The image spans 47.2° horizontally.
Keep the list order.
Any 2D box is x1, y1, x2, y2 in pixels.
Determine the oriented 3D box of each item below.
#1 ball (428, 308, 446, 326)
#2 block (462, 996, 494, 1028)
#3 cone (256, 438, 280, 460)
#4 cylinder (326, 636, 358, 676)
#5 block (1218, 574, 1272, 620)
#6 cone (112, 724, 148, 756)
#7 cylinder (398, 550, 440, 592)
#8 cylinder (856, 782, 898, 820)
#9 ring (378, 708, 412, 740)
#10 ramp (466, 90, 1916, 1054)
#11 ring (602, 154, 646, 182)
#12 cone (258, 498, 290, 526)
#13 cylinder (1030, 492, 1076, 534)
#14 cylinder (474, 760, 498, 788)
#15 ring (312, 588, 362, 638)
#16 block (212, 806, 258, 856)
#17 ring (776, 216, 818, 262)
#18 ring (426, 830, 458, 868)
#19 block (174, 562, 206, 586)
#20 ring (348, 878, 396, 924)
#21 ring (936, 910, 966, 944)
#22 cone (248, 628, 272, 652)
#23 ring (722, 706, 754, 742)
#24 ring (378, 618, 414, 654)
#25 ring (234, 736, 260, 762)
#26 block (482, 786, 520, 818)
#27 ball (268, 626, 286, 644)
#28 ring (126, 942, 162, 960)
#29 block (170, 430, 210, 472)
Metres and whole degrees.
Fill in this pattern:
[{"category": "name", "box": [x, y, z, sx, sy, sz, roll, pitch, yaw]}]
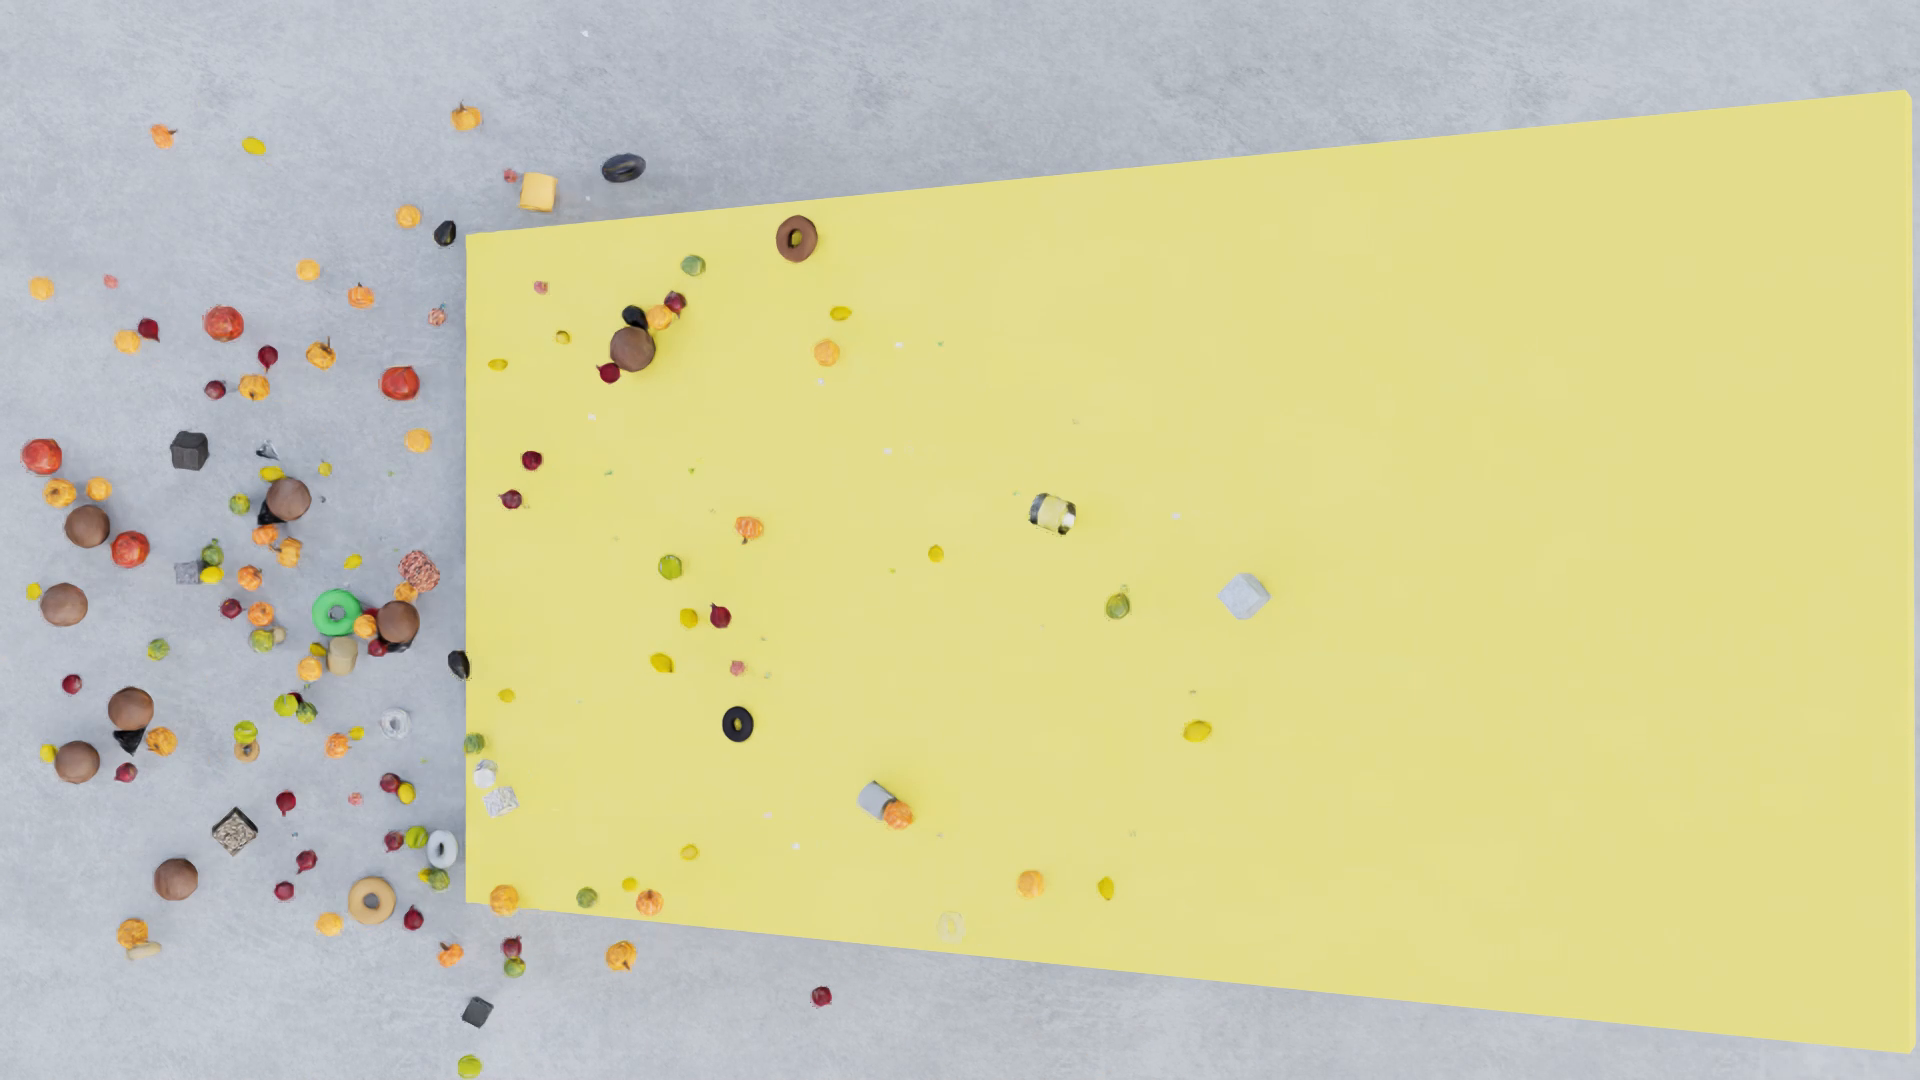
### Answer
[{"category": "ball", "box": [-1.579, -0.671, 6.631, 0.053, 0.053, 0.053, 0, 89, 0]}, {"category": "block", "box": [-1.455, 1.425, 6.634, 0.064, 0.064, 0.064, 29, 90, 0]}, {"category": "cone", "box": [-2.087, -0.262, 6.666, 0.067, 0.067, 0.067, -48, 115, 0]}, {"category": "cylinder", "box": [-1.859, 0.348, 6.615, 0.085, 0.085, 0.085, 25, 133, 0]}, {"category": "block", "box": [0.682, 0.135, 5.272, 0.079, 0.079, 0.079, -48, 67, 21]}, {"category": "cone", "box": [-2.493, 0.585, 6.652, 0.097, 0.097, 0.097, 46, 63, 0]}, {"category": "cylinder", "box": [-1.626, 0.095, 6.616, 0.091, 0.091, 0.091, -48, 59, 0]}, {"category": "cylinder", "box": [-0.218, 0.688, 5.799, 0.076, 0.076, 0.076, 33, 89, 26]}, {"category": "ring", "box": [-1.710, 0.558, 6.657, 0.100, 0.033, 0.100, 0, 90, 2]}, {"category": "ramp", "box": [0.268, 0.074, 5.620, 4.000, 0.100, 2.000, 0, 89, 30]}, {"category": "ring", "box": [-1.010, -1.118, 6.612, 0.136, 0.136, 0.045, -17, 77, 0]}, {"category": "cone", "box": [-2.067, -0.073, 6.659, 0.091, 0.091, 0.091, 20, 89, -26]}, {"category": "cylinder", "box": [0.233, -0.067, 5.534, 0.086, 0.086, 0.086, 21, 89, 29]}, {"category": "cylinder", "box": [-1.381, 0.680, 6.399, 0.063, 0.063, 0.063, -1, 111, -4]}, {"category": "ring", "box": [-1.879, 0.221, 6.629, 0.149, 0.050, 0.149, -3, 98, -18]}, {"category": "block", "box": [-2.160, 0.868, 6.552, 0.094, 0.094, 0.094, -44, 107, -8]}, {"category": "ring", "box": [-0.443, -0.817, 5.966, 0.128, 0.043, 0.128, 0, 90, 29]}, {"category": "ring", "box": [-1.557, 0.928, 6.608, 0.117, 0.039, 0.117, -2, 87, 34]}, {"category": "block", "box": [-2.326, 0.100, 6.644, 0.067, 0.067, 0.067, -5, 89, 0]}, {"category": "ring", "box": [-1.778, 1.091, 6.644, 0.146, 0.049, 0.146, 0, 91, -1]}, {"category": "ring", "box": [-0.024, 1.004, 5.709, 0.087, 0.029, 0.087, -1, 88, 30]}, {"category": "cone", "box": [-2.126, 0.306, 6.638, 0.074, 0.074, 0.074, 0, 90, 2]}, {"category": "ring", "box": [-0.612, 0.508, 6.057, 0.100, 0.033, 0.100, 0, 91, 30]}, {"category": "ring", "box": [-1.708, 0.291, 6.659, 0.105, 0.035, 0.105, 0, 90, 1]}, {"category": "ring", "box": [-2.160, 0.635, 6.660, 0.078, 0.026, 0.078, 0, 89, -1]}, {"category": "block", "box": [-1.351, 0.771, 6.471, 0.065, 0.065, 0.065, -35, 73, 26]}, {"category": "ball", "box": [-2.064, 0.285, 6.650, 0.054, 0.054, 0.054, 0, 89, 0]}, {"category": "ring", "box": [-2.430, 1.221, 6.543, 0.104, 0.104, 0.035, -11, 91, 0]}, {"category": "block", "box": [-2.320, -0.269, 6.625, 0.081, 0.081, 0.081, 8, 128, 0]}]
